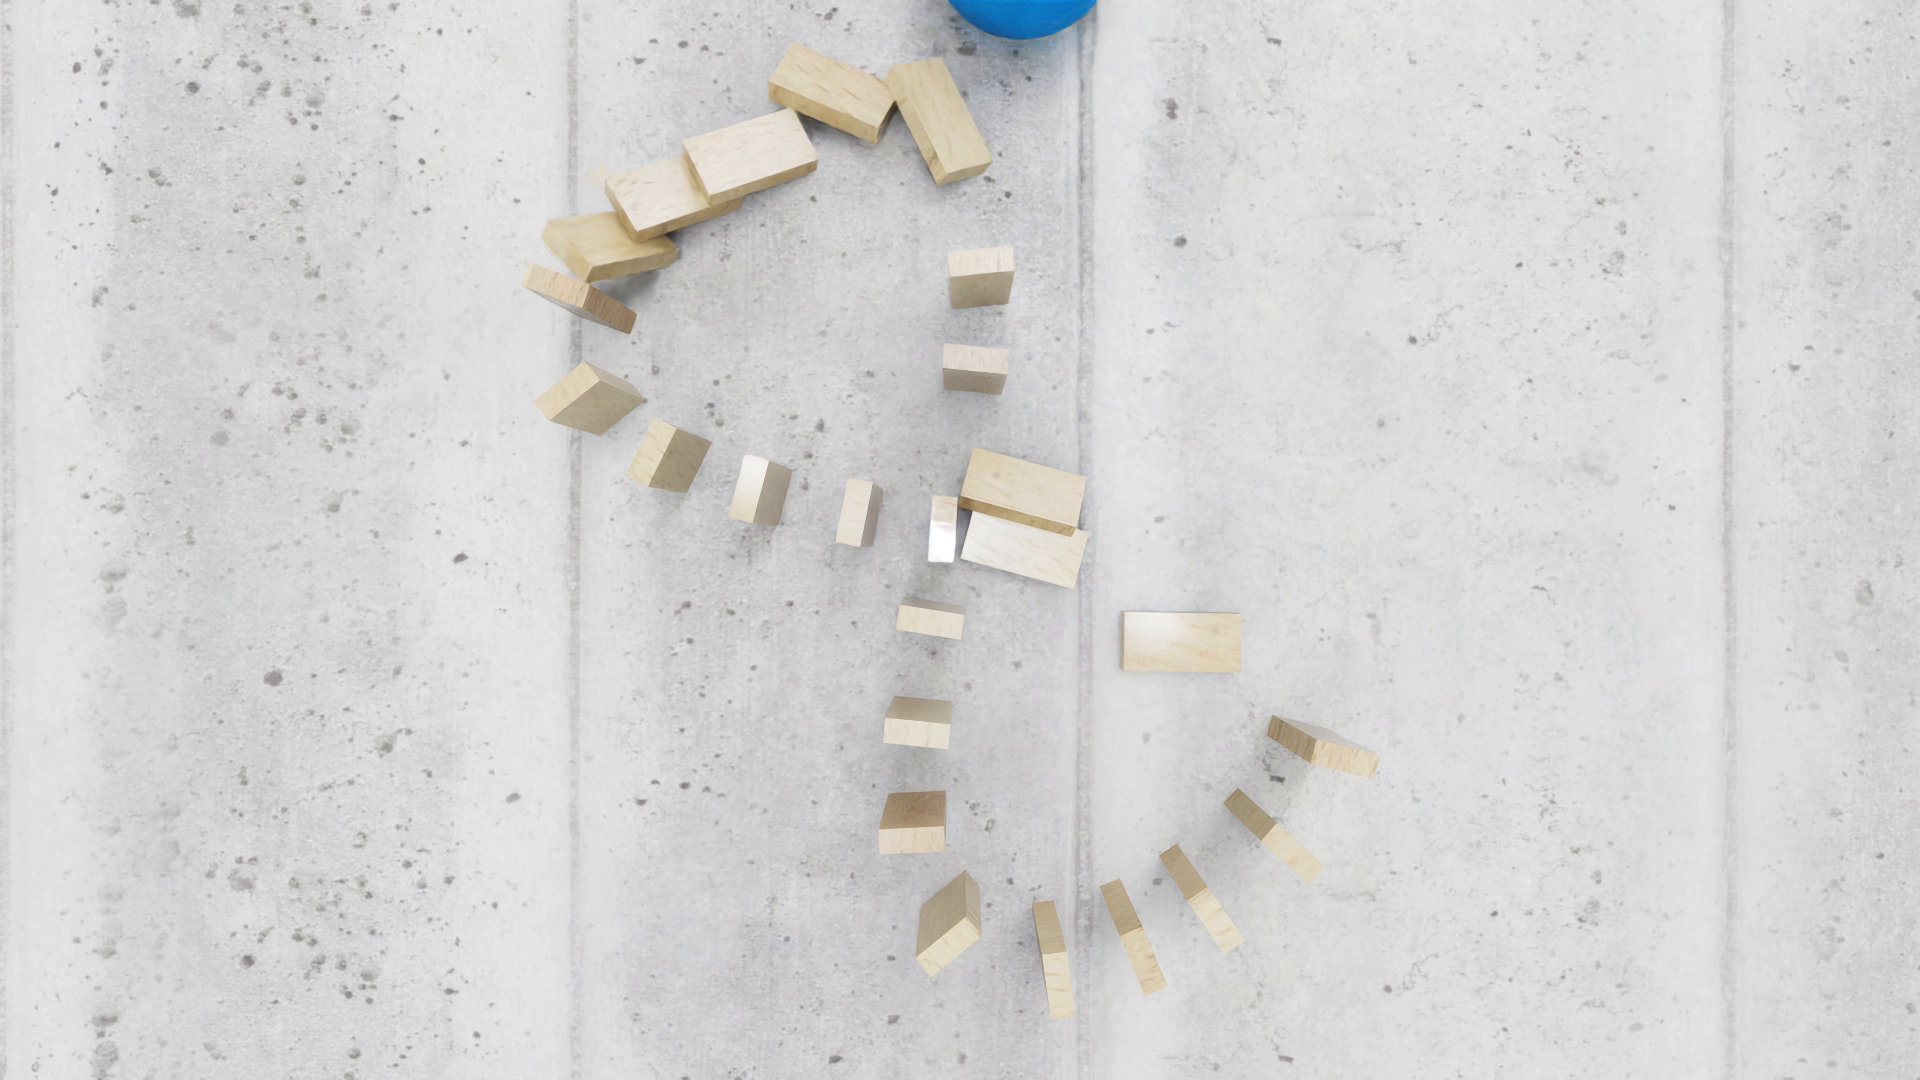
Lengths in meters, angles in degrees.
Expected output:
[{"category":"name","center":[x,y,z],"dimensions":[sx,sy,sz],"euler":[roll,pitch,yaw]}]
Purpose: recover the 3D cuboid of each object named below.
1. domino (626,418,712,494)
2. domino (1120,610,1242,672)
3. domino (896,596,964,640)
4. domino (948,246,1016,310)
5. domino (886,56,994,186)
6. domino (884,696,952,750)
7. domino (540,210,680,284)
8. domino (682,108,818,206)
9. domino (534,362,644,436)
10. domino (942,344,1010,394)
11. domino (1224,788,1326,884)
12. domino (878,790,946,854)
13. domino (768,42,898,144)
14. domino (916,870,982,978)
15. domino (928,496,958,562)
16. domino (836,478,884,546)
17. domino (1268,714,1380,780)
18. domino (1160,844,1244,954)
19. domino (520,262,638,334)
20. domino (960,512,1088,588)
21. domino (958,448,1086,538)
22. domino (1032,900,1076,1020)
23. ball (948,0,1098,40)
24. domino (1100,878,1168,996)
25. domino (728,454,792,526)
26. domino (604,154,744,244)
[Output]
[{"category":"domino","center":[-0.118,-0.034,0.375],"dimensions":[0.009,0.050,0.025],"euler":[26,90,0]},{"category":"domino","center":[0.095,0.044,0.395],"dimensions":[0.050,0.009,0.025],"euler":[1,90,0]},{"category":"domino","center":[-0.011,0.031,0.375],"dimensions":[0.025,0.050,0.010],"euler":[9,90,0]},{"category":"domino","center":[0.008,-0.107,0.375],"dimensions":[0.025,0.050,0.010],"euler":[-6,90,0]},{"category":"domino","center":[-0.009,-0.178,0.390],"dimensions":[0.025,0.010,0.050],"euler":[-26,90,-28]},{"category":"domino","center":[-0.017,0.074,0.375],"dimensions":[0.025,0.050,0.009],"euler":[6,90,0]},{"category":"domino","center":[-0.143,-0.122,0.377],"dimensions":[0.025,0.050,0.010],"euler":[46,125,0]},{"category":"domino","center":[-0.088,-0.162,0.388],"dimensions":[0.050,0.009,0.025],"euler":[-27,90,-19]},{"category":"domino","center":[-0.150,-0.057,0.375],"dimensions":[0.025,0.050,0.010],"euler":[-38,90,0]},{"category":"domino","center":[0.006,-0.069,0.375],"dimensions":[0.025,0.050,0.010],"euler":[6,90,0]},{"category":"domino","center":[0.127,0.120,0.375],"dimensions":[0.025,0.050,0.009],"euler":[42,90,0]},{"category":"domino","center":[-0.018,0.115,0.375],"dimensions":[0.025,0.050,0.010],"euler":[-3,90,0]},{"category":"domino","center":[-0.053,-0.191,0.391],"dimensions":[0.050,0.009,0.025],"euler":[23,68,0]},{"category":"domino","center":[-0.004,0.156,0.375],"dimensions":[0.025,0.050,0.009],"euler":[-39,90,0]},{"category":"domino","center":[-0.007,-0.004,0.375],"dimensions":[0.009,0.050,0.025],"euler":[4,90,0]},{"category":"domino","center":[-0.040,-0.011,0.375],"dimensions":[0.009,0.050,0.025],"euler":[11,90,0]},{"category":"domino","center":[0.147,0.084,0.375],"dimensions":[0.025,0.050,0.009],"euler":[14,90,0]},{"category":"domino","center":[0.098,0.145,0.375],"dimensions":[0.009,0.050,0.025],"euler":[-35,90,0]},{"category":"domino","center":[-0.154,-0.098,0.375],"dimensions":[0.025,0.050,0.010],"euler":[20,91,0]},{"category":"domino","center":[0.028,0.002,0.395],"dimensions":[0.050,0.010,0.025],"euler":[15,90,0]},{"category":"domino","center":[0.027,-0.020,0.390],"dimensions":[0.050,0.009,0.025],"euler":[15,62,0]},{"category":"domino","center":[0.038,0.170,0.375],"dimensions":[0.010,0.050,0.025],"euler":[-8,90,0]},{"category":"ball","center":[0.026,-0.242,0.360],"dimensions":[0.080,0.080,0.080],"euler":[0,90,0]},{"category":"domino","center":[0.070,0.161,0.375],"dimensions":[0.010,0.050,0.025],"euler":[-23,90,0]},{"category":"domino","center":[-0.081,-0.020,0.375],"dimensions":[0.009,0.050,0.025],"euler":[15,90,0]},{"category":"domino","center":[-0.119,-0.146,0.385],"dimensions":[0.050,0.010,0.025],"euler":[-31,90,-26]}]
